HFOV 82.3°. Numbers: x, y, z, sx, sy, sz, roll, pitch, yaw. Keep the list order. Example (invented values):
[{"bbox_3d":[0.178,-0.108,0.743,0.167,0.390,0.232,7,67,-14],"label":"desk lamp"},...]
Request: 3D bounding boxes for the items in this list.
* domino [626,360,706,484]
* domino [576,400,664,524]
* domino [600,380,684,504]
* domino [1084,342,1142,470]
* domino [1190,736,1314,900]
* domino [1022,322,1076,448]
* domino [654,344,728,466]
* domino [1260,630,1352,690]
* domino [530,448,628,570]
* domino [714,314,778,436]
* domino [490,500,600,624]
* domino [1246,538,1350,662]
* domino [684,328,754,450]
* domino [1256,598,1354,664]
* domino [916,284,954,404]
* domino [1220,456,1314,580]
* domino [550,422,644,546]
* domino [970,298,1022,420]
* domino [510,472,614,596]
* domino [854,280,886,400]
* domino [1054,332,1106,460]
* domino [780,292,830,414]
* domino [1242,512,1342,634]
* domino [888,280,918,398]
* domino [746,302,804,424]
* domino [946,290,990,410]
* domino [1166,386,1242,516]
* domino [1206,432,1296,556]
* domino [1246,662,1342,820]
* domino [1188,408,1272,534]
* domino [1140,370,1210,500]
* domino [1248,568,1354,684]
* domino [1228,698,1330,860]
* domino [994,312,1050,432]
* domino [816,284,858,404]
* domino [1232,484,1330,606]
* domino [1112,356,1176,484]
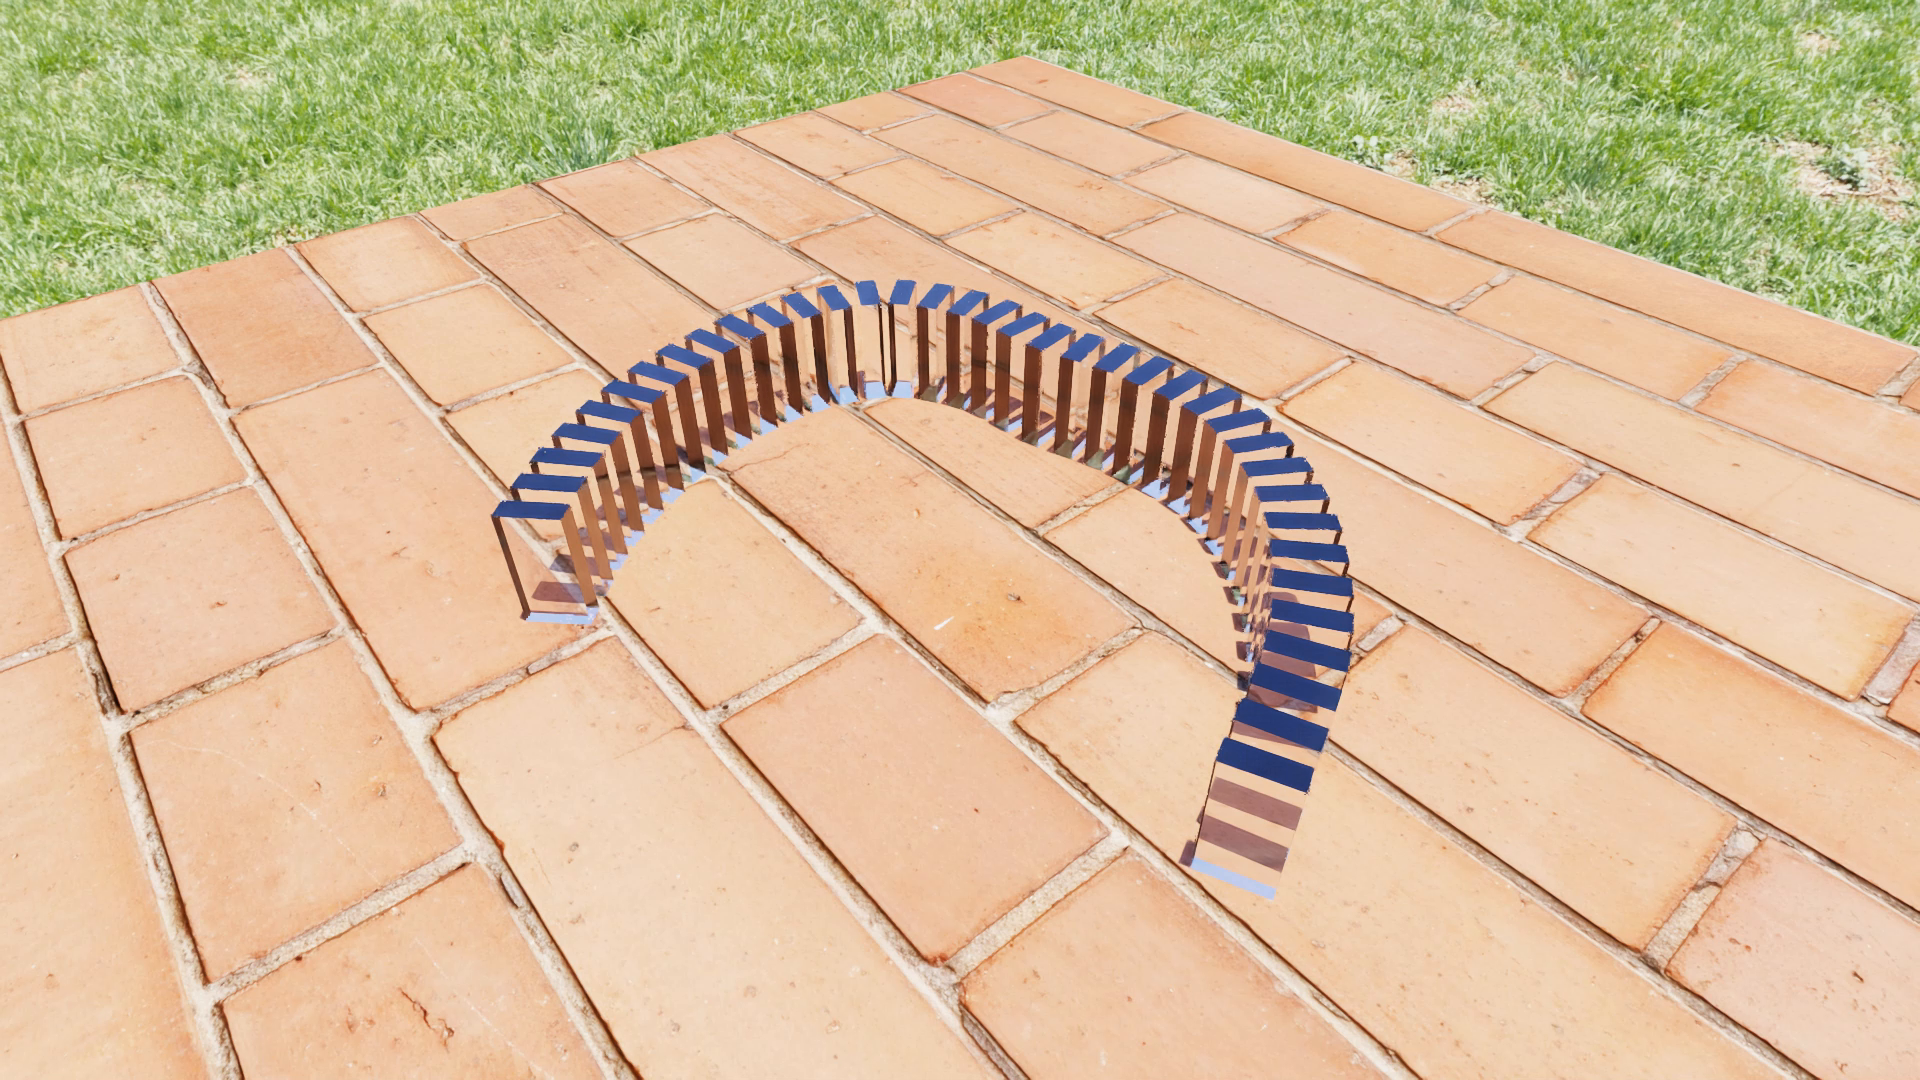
[{"bbox_3d":[-0.126,-0.050,0.473,0.025,0.050,0.010,19,43,21],"label":"domino"},{"bbox_3d":[-0.139,-0.031,0.450,0.025,0.050,0.009,13,41,15],"label":"domino"},{"bbox_3d":[-0.133,-0.041,0.461,0.025,0.050,0.009,15,42,18],"label":"domino"},{"bbox_3d":[0.067,-0.058,0.482,0.009,0.050,0.025,25,45,27],"label":"domino"},{"bbox_3d":[0.083,0.080,0.314,0.025,0.050,0.009,17,42,20],"label":"domino"},{"bbox_3d":[0.040,-0.070,0.496,0.010,0.050,0.025,28,47,30],"label":"domino"},{"bbox_3d":[-0.117,-0.059,0.484,0.025,0.050,0.010,22,44,25],"label":"domino"},{"bbox_3d":[0.105,0.053,0.347,0.025,0.050,0.010,15,42,18],"label":"domino"},{"bbox_3d":[-0.147,-0.012,0.426,0.025,0.050,0.010,6,40,7],"label":"domino"},{"bbox_3d":[-0.098,-0.075,0.503,0.025,0.050,0.009,31,48,32],"label":"domino"},{"bbox_3d":[-0.150,0.009,0.401,0.025,0.050,0.009,3,39,4],"label":"domino"},{"bbox_3d":[0.117,0.023,0.383,0.025,0.050,0.009,5,40,6],"label":"domino"},{"bbox_3d":[-0.108,-0.067,0.494,0.025,0.050,0.009,26,46,28],"label":"domino"},{"bbox_3d":[0.110,0.043,0.359,0.025,0.050,0.010,10,40,13],"label":"domino"},{"bbox_3d":[-0.011,-0.094,0.526,0.009,0.050,0.025,13,41,15],"label":"domino"},{"bbox_3d":[0.117,-0.008,0.421,0.025,0.050,0.009,-5,40,-7],"label":"domino"},{"bbox_3d":[-0.143,-0.022,0.438,0.025,0.050,0.009,10,40,12],"label":"domino"},{"bbox_3d":[0.017,-0.084,0.514,0.009,0.050,0.025,29,48,31],"label":"domino"},{"bbox_3d":[-0.149,-0.001,0.413,0.025,0.050,0.009,4,39,5],"label":"domino"},{"bbox_3d":[-0.043,-0.096,0.529,0.010,0.050,0.025,-7,40,-9],"label":"domino"},{"bbox_3d":[0.053,-0.064,0.489,0.009,0.050,0.025,22,44,24],"label":"domino"},{"bbox_3d":[-0.073,-0.088,0.519,0.010,0.050,0.025,-21,44,-24],"label":"domino"},{"bbox_3d":[0.118,0.013,0.396,0.025,0.050,0.009,2,39,2],"label":"domino"},{"bbox_3d":[-0.027,-0.096,0.529,0.009,0.050,0.025,5,40,5],"label":"domino"},{"bbox_3d":[-0.086,-0.082,0.512,0.009,0.050,0.025,-28,47,-30],"label":"domino"},{"bbox_3d":[0.004,-0.090,0.521,0.010,0.050,0.025,18,43,21],"label":"domino"},{"bbox_3d":[0.101,-0.037,0.456,0.025,0.050,0.010,-24,45,-26],"label":"domino"},{"bbox_3d":[0.114,-0.018,0.433,0.025,0.050,0.009,-9,40,-11],"label":"domino"},{"bbox_3d":[0.098,0.062,0.336,0.025,0.050,0.009,18,43,20],"label":"domino"},{"bbox_3d":[0.109,-0.027,0.445,0.025,0.050,0.009,-14,41,-17],"label":"domino"},{"bbox_3d":[0.091,-0.044,0.466,0.025,0.050,0.009,-32,49,-33],"label":"domino"},{"bbox_3d":[0.114,0.033,0.371,0.025,0.050,0.009,8,40,9],"label":"domino"},{"bbox_3d":[0.090,0.071,0.325,0.025,0.050,0.010,19,43,22],"label":"domino"},{"bbox_3d":[0.028,-0.077,0.505,0.025,0.050,0.009,-31,48,-32],"label":"domino"},{"bbox_3d":[-0.058,-0.093,0.525,0.009,0.050,0.025,-15,42,-18],"label":"domino"},{"bbox_3d":[0.118,0.003,0.408,0.025,0.050,0.010,-2,39,-2],"label":"domino"},{"bbox_3d":[0.079,-0.051,0.474,0.009,0.050,0.025,30,48,31],"label":"domino"}]
